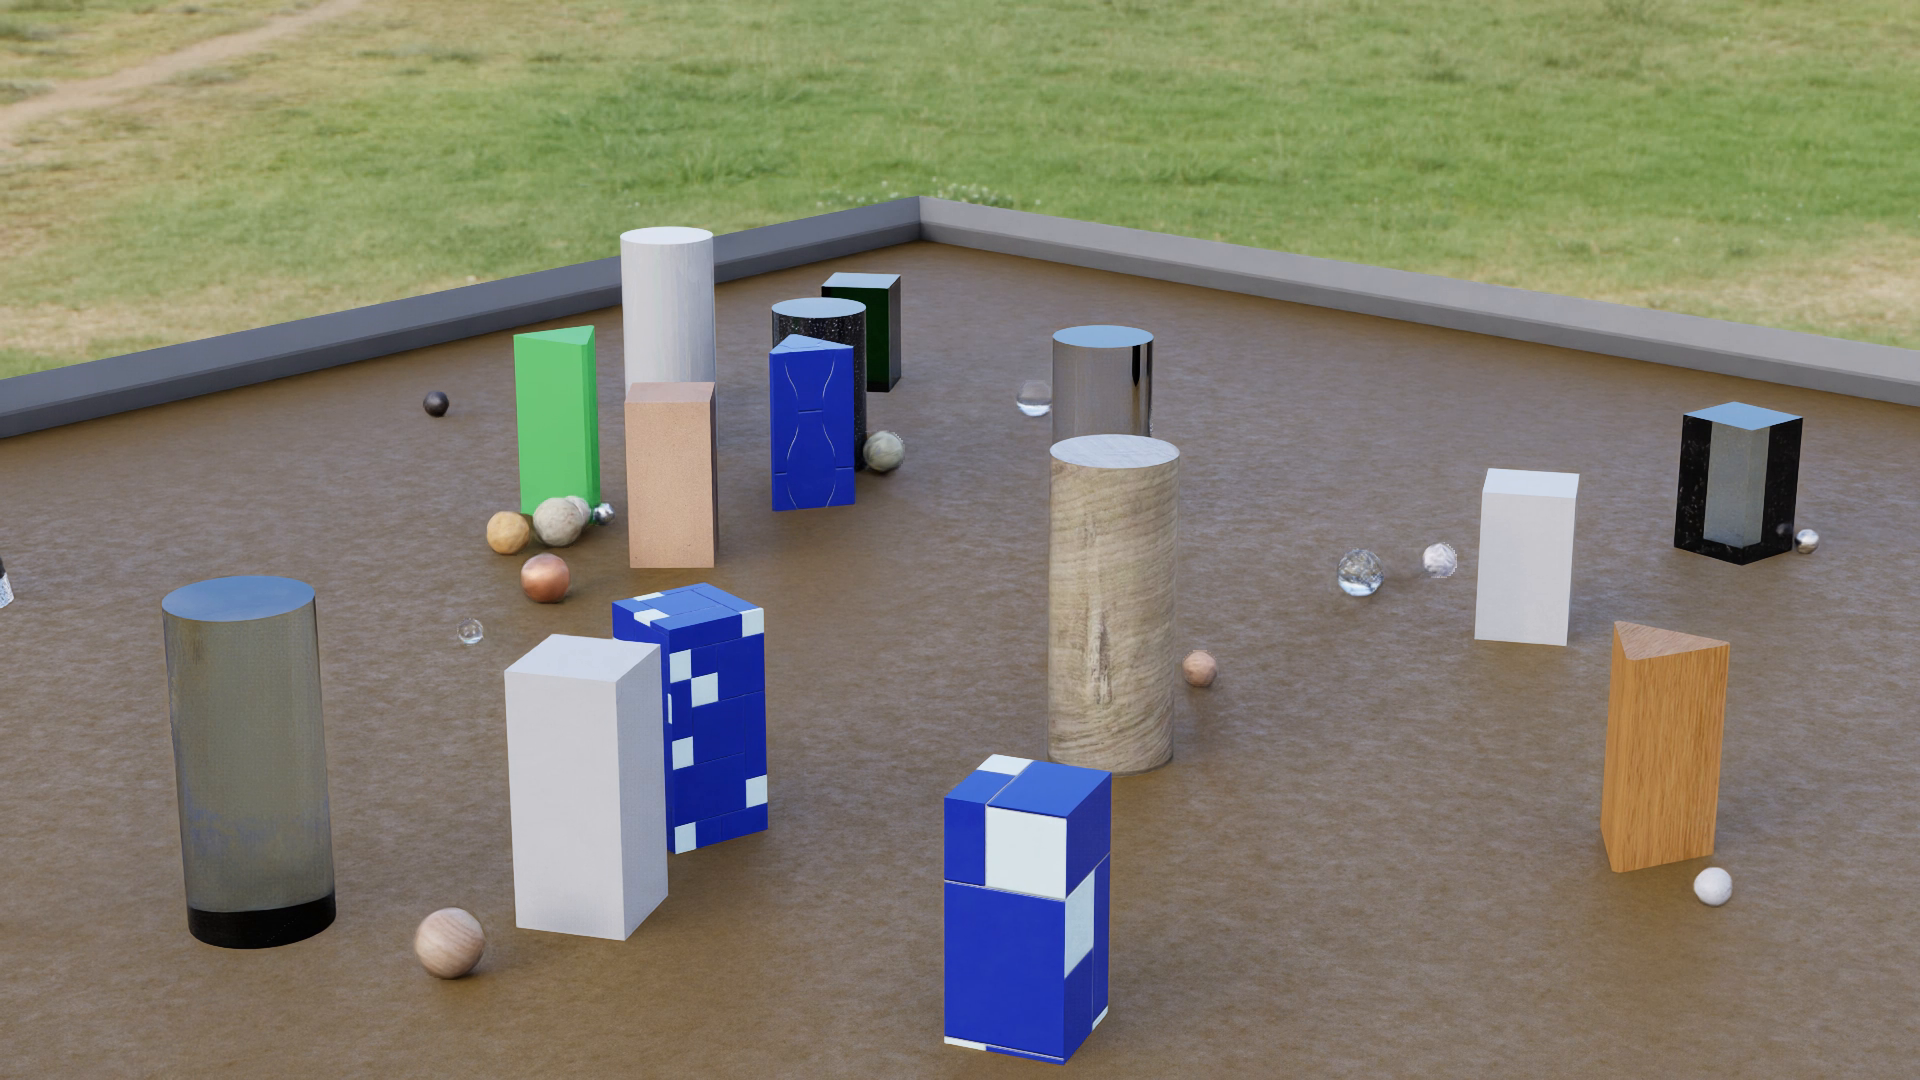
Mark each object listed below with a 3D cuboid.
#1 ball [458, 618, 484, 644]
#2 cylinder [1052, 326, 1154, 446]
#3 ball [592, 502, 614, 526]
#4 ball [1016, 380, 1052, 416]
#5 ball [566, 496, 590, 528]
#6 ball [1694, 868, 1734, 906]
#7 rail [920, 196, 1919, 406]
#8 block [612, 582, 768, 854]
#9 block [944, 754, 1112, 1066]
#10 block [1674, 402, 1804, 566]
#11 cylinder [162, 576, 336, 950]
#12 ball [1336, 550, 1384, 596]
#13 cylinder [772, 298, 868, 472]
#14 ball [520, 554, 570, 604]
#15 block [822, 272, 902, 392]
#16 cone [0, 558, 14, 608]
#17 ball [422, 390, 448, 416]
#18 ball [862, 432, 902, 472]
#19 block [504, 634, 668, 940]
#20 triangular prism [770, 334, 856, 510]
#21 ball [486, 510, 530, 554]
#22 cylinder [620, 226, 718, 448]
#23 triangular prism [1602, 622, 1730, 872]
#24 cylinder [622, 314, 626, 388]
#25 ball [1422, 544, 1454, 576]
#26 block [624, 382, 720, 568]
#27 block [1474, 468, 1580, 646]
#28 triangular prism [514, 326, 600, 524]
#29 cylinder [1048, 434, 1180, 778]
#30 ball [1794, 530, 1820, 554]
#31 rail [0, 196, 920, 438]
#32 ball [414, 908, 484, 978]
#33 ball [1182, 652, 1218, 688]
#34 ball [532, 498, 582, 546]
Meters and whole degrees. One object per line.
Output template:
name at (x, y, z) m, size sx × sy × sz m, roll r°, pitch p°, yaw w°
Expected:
ball at (-0.811, 0.152, 4.863) m, size 0.042 × 0.042 × 0.042 m, roll 0°, pitch 17°, yaw 0°
cylinder at (0.267, -0.211, 5.521) m, size 0.188 × 0.354 × 0.188 m, roll 0°, pitch 17°, yaw 0°
ball at (-0.672, -0.049, 5.525) m, size 0.043 × 0.043 × 0.043 m, roll 0°, pitch 17°, yaw 0°
ball at (0.161, -0.304, 6.309) m, size 0.078 × 0.078 × 0.078 m, roll 0°, pitch 17°, yaw 0°
ball at (-0.724, -0.049, 5.480) m, size 0.068 × 0.068 × 0.068 m, roll 0°, pitch 17°, yaw 0°
ball at (0.989, 0.454, 3.848) m, size 0.049 × 0.049 × 0.049 m, roll 0°, pitch 17°, yaw 0°
rail at (1.536, -0.481, 6.814) m, size 4.411 × 0.122 × 0.045 m, roll 14°, pitch 22°, yaw 39°
block at (-0.374, 0.245, 4.067) m, size 0.150 × 0.324 × 0.150 m, roll -12°, pitch 21°, yaw -35°
block at (0.080, 0.434, 3.462) m, size 0.150 × 0.312 × 0.150 m, roll 7°, pitch 18°, yaw 22°
block at (1.419, -0.105, 5.347) m, size 0.150 × 0.252 × 0.150 m, roll -13°, pitch 21°, yaw -37°
cylinder at (-0.906, 0.282, 3.746) m, size 0.188 × 0.438 × 0.188 m, roll 0°, pitch 17°, yaw 0°
ball at (0.696, 0.057, 5.105) m, size 0.082 × 0.082 × 0.082 m, roll 0°, pitch 17°, yaw 0°
cylinder at (-0.282, -0.308, 5.895) m, size 0.188 × 0.325 × 0.188 m, roll 0°, pitch 17°, yaw 0°
ball at (-0.717, 0.066, 5.069) m, size 0.086 × 0.086 × 0.086 m, roll 0°, pitch 17°, yaw 0°
block at (-0.220, -0.466, 6.569) m, size 0.150 × 0.236 × 0.150 m, roll 3°, pitch 17°, yaw 9°
cone at (-1.738, -0.116, 5.015) m, size 0.188 × 0.466 × 0.188 m, roll 0°, pitch 17°, yaw 0°
ball at (-1.128, -0.294, 6.312) m, size 0.055 × 0.055 × 0.055 m, roll 0°, pitch 17°, yaw 0°
ball at (-0.155, -0.177, 5.883) m, size 0.080 × 0.080 × 0.080 m, roll 0°, pitch 17°, yaw 0°
block at (-0.479, 0.317, 3.782) m, size 0.150 × 0.350 × 0.150 m, roll 5°, pitch 17°, yaw 15°
triangular prism at (-0.302, -0.231, 5.664) m, size 0.163 × 0.310 × 0.141 m, roll -5°, pitch 18°, yaw -17°
ball at (-0.824, -0.014, 5.345) m, size 0.079 × 0.079 × 0.079 m, roll 0°, pitch 17°, yaw 0°
cylinder at (-0.596, -0.407, 6.019) m, size 0.188 × 0.442 × 0.188 m, roll 0°, pitch 17°, yaw 0°
triangular prism at (0.930, 0.275, 4.004) m, size 0.163 × 0.303 × 0.141 m, roll -7°, pitch 18°, yaw -23°
cylinder at (-0.632, -0.434, 6.331) m, size 0.188 × 0.312 × 0.188 m, roll 0°, pitch 17°, yaw 0°
ball at (0.851, 0.036, 5.218) m, size 0.058 × 0.058 × 0.058 m, roll 0°, pitch 17°, yaw 0°
block at (-0.519, -0.118, 5.299) m, size 0.150 × 0.306 × 0.150 m, roll 0°, pitch 17°, yaw -1°
block at (0.949, 0.027, 4.906) m, size 0.150 × 0.255 × 0.150 m, roll 4°, pitch 17°, yaw 13°
triangular prism at (-0.734, -0.225, 5.581) m, size 0.163 × 0.347 × 0.141 m, roll 9°, pitch 19°, yaw 27°
cylinder at (0.224, 0.096, 4.311) m, size 0.188 × 0.469 × 0.188 m, roll 0°, pitch 17°, yaw 0°
ball at (1.547, 0.002, 5.354) m, size 0.044 × 0.044 × 0.044 m, roll 0°, pitch 17°, yaw 0°
rail at (-1.648, -0.383, 6.490) m, size 0.045 × 0.122 × 4.732 m, roll 14°, pitch 22°, yaw 39°
ball at (-0.633, 0.499, 3.637) m, size 0.086 × 0.086 × 0.086 m, roll 0°, pitch 17°, yaw 0°
ball at (0.381, 0.206, 4.659) m, size 0.056 × 0.056 × 0.056 m, roll 0°, pitch 17°, yaw 0°
ball at (-0.740, -0.033, 5.389) m, size 0.091 × 0.091 × 0.091 m, roll 0°, pitch 17°, yaw 0°
